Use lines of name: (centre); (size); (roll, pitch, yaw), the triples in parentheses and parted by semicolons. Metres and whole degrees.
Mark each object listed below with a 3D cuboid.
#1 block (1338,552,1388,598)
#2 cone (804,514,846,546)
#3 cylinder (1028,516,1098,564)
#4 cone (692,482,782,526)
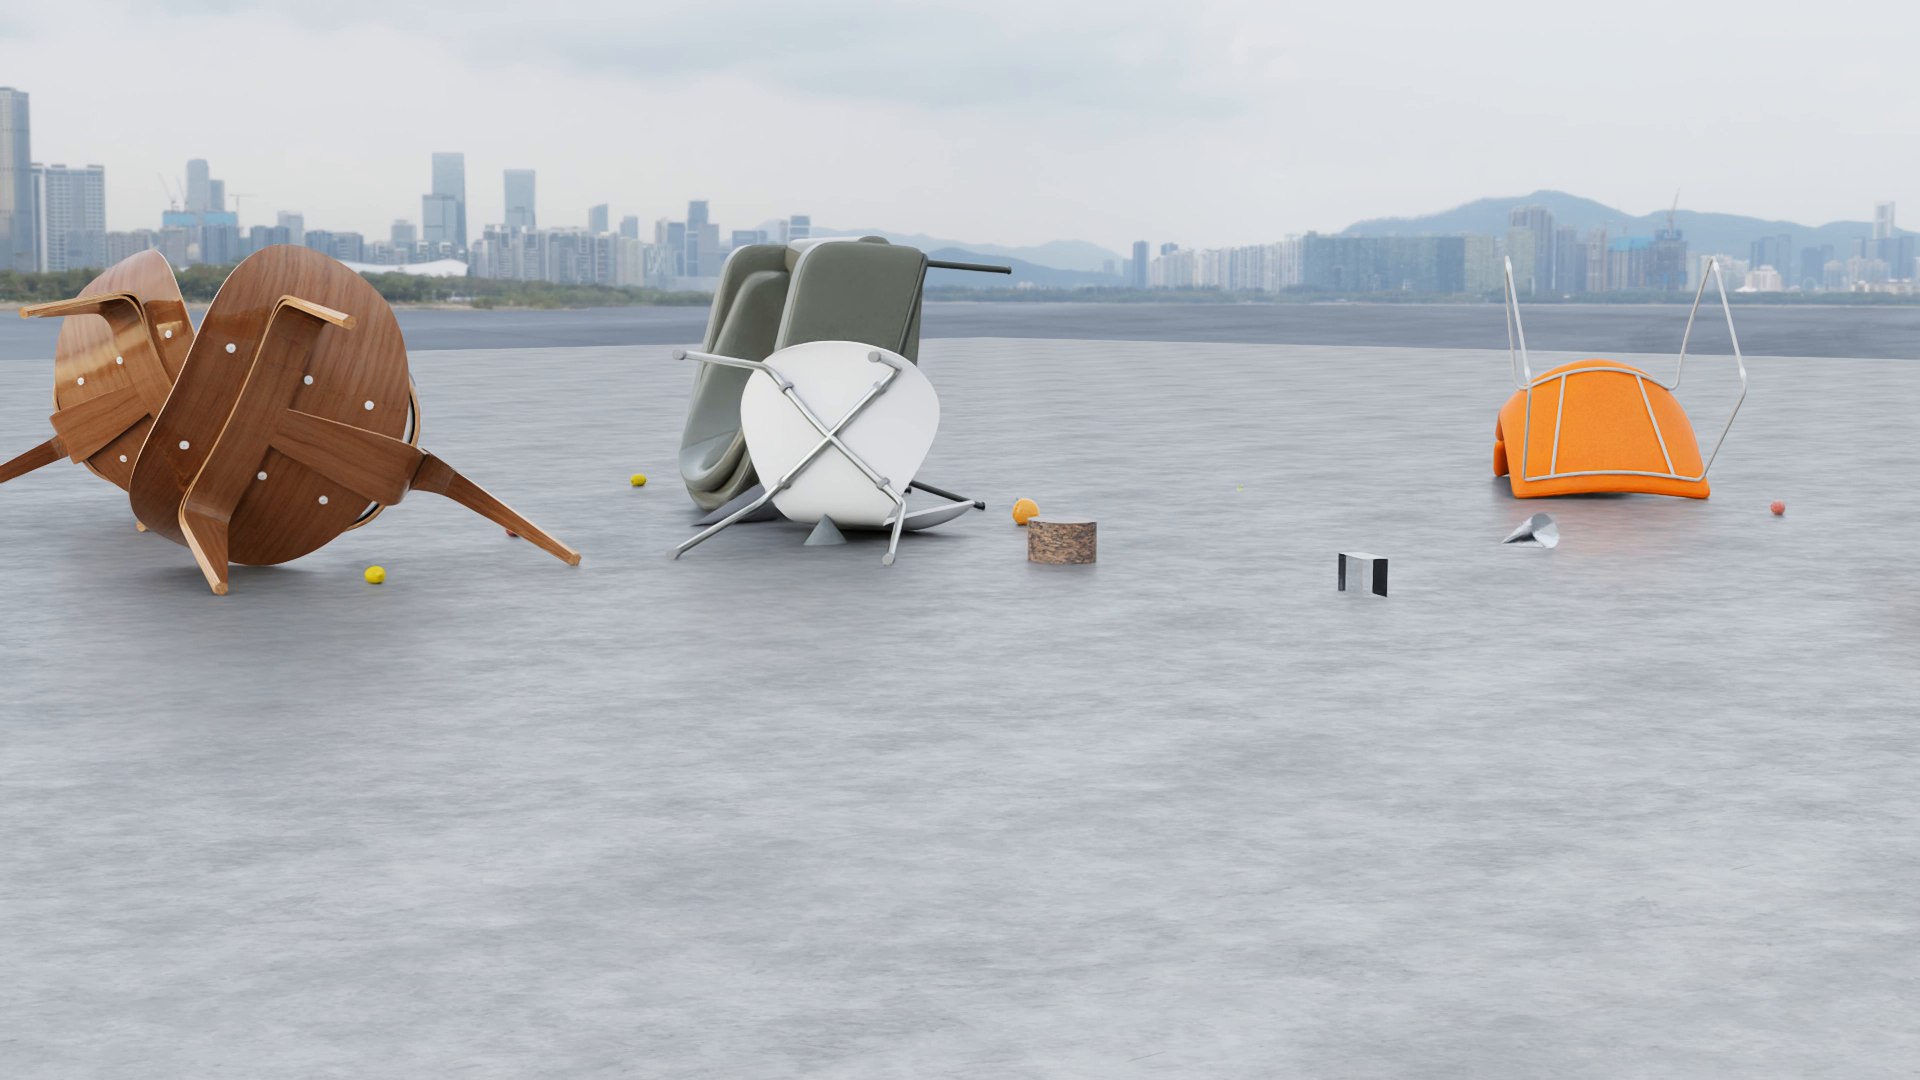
block: (0.835, 0.072, 5.317); (0.055, 0.081, 0.125); (-2, 6, -15)
cone: (-0.332, -0.029, 6.332); (0.129, 0.075, 0.068); (-5, 8, -42)
cylinder: (0.237, -0.001, 5.956); (0.148, 0.094, 0.186); (-4, 7, -33)
cone: (-0.616, -0.069, 6.832); (0.264, 0.104, 0.124); (-20, 30, -39)
